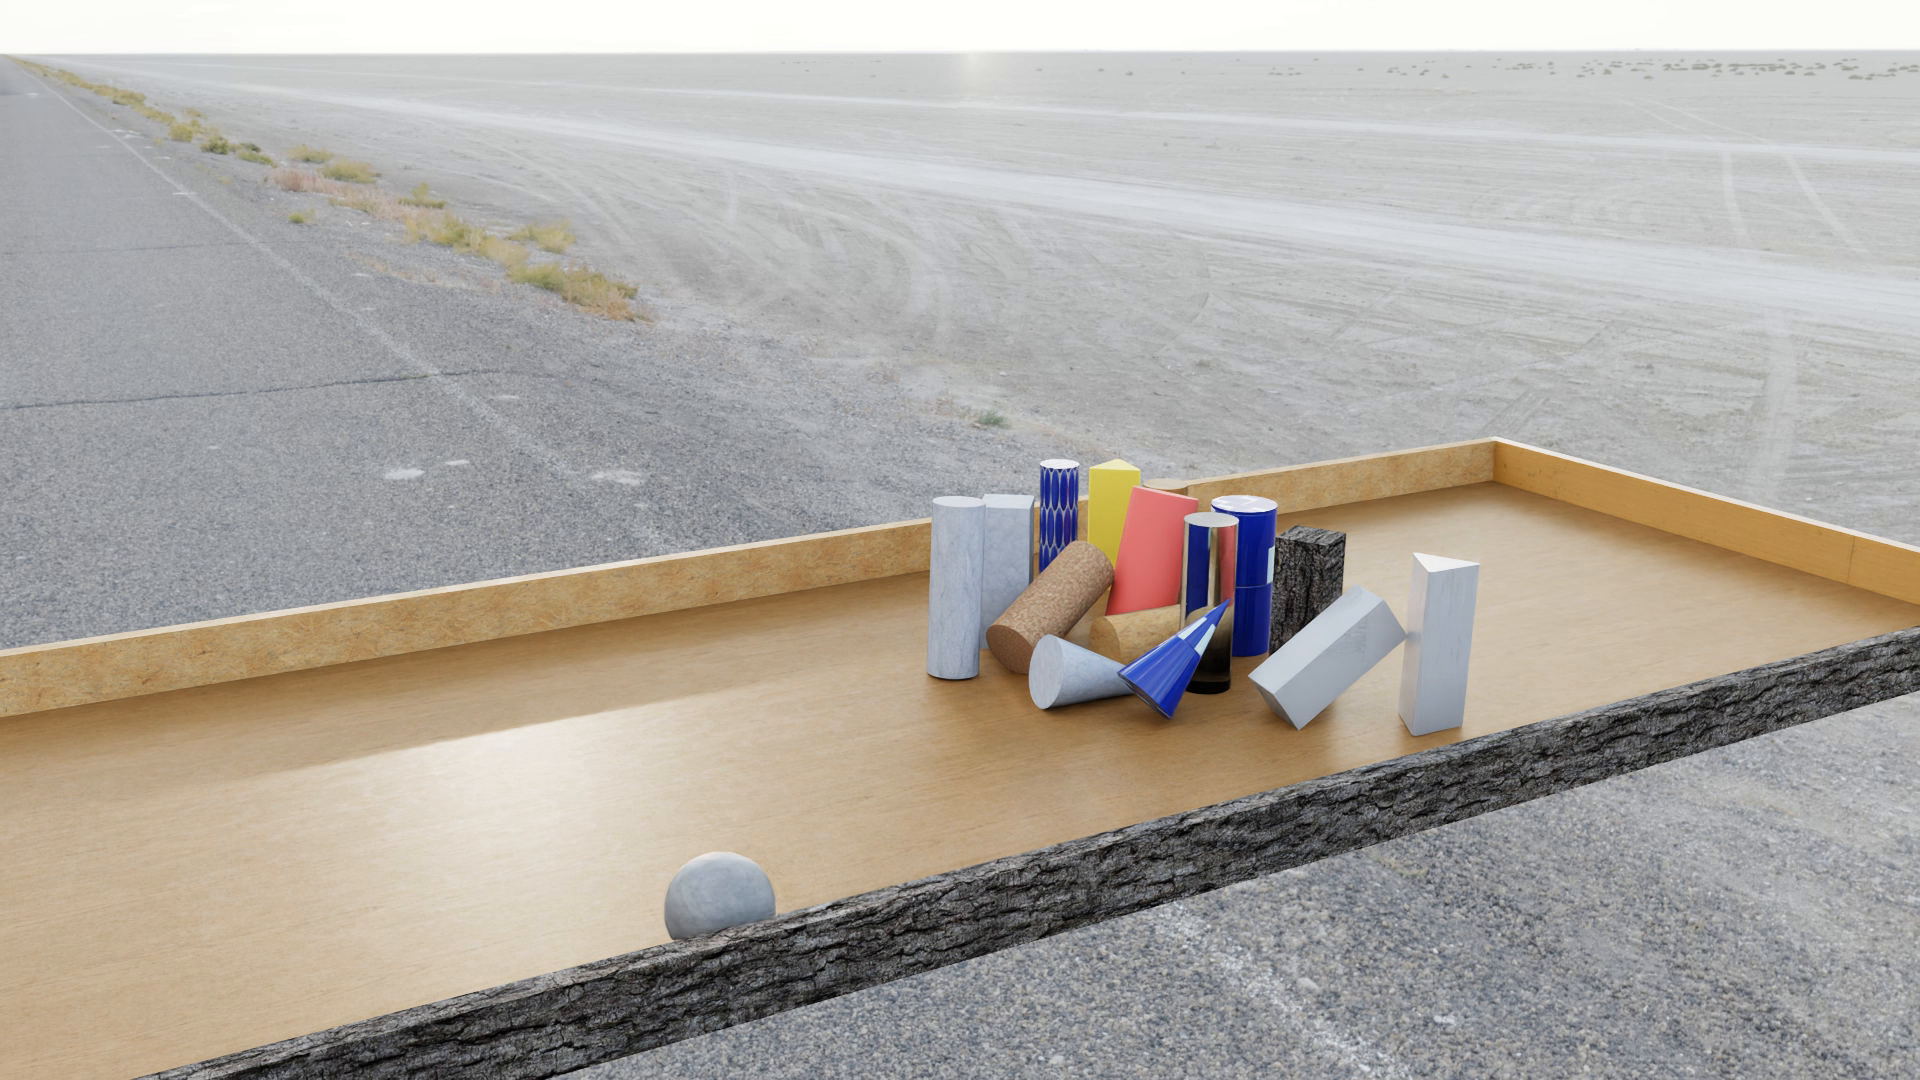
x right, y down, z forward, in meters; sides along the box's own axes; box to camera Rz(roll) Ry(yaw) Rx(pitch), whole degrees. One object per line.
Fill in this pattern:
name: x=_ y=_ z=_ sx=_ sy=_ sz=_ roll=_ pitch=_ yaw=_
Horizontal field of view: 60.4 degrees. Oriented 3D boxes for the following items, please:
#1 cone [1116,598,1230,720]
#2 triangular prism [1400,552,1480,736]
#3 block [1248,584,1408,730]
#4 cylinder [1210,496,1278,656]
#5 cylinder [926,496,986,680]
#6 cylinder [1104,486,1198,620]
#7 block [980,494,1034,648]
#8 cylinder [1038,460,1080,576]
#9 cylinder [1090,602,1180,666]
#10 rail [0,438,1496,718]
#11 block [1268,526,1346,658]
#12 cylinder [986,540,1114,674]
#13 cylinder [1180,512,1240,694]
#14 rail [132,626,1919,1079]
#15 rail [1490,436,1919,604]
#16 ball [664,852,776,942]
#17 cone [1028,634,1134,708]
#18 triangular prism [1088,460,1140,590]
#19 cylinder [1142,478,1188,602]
cone: x=0.538 y=0.252 z=3.900 sx=0.316 sy=0.168 sz=0.168 roll=-47 pitch=29 yaw=-6
triangular prism: x=1.087 y=0.237 z=3.842 sx=0.150 sy=0.396 sz=0.130 roll=-7 pitch=18 yaw=-27
block: x=0.866 y=0.274 z=3.888 sx=0.341 sy=0.124 sz=0.124 roll=-40 pitch=24 yaw=-4
cylinder: x=0.739 y=0.094 z=4.341 sx=0.170 sy=0.392 sz=0.170 roll=0 pitch=16 yaw=0
cylinder: x=-0.010 y=0.119 z=4.153 sx=0.134 sy=0.441 sz=0.134 roll=2 pitch=13 yaw=0
cylinder: x=0.503 y=0.068 z=4.368 sx=0.178 sy=0.393 sz=0.178 roll=11 pitch=5 yaw=-1
block: x=0.123 y=0.085 z=4.376 sx=0.133 sy=0.389 sz=0.133 roll=2 pitch=17 yaw=8
cylinder: x=0.273 y=0.001 z=4.579 sx=0.107 sy=0.436 sz=0.107 roll=0 pitch=16 yaw=0
cylinder: x=0.503 y=0.253 z=4.210 sx=0.307 sy=0.160 sz=0.160 roll=-12 pitch=20 yaw=-20
rail: x=-3.305 y=0.497 z=3.399 sx=12.000 sy=0.150 sz=0.050 roll=-9 pitch=18 yaw=-27
block: x=0.860 y=0.171 z=4.095 sx=0.131 sy=0.382 sz=0.131 roll=11 pitch=19 yaw=32
cylinder: x=0.237 y=0.171 z=4.267 sx=0.157 sy=0.157 sz=0.369 roll=13 pitch=43 yaw=37
cylinder: x=0.609 y=0.156 z=4.062 sx=0.133 sy=0.429 sz=0.133 roll=0 pitch=16 yaw=0
rail: x=-2.336 y=1.006 z=1.665 sx=12.000 sy=0.150 sz=0.050 roll=-9 pitch=18 yaw=-27
rail: x=2.466 y=-0.048 z=5.253 sx=0.050 sy=0.150 sz=2.100 roll=-9 pitch=18 yaw=-27
ball: x=-0.415 y=0.636 z=2.850 sx=0.193 sy=0.193 sz=0.193 roll=0 pitch=16 yaw=0
cone: x=0.372 y=0.341 z=4.040 sx=0.365 sy=0.179 sz=0.179 roll=8 pitch=12 yaw=-24
triangular prism: x=0.457 y=-0.047 z=4.866 sx=0.146 sy=0.365 sz=0.126 roll=3 pitch=17 yaw=10
cylinder: x=0.566 y=0.026 z=4.596 sx=0.123 sy=0.377 sz=0.123 roll=0 pitch=16 yaw=0
